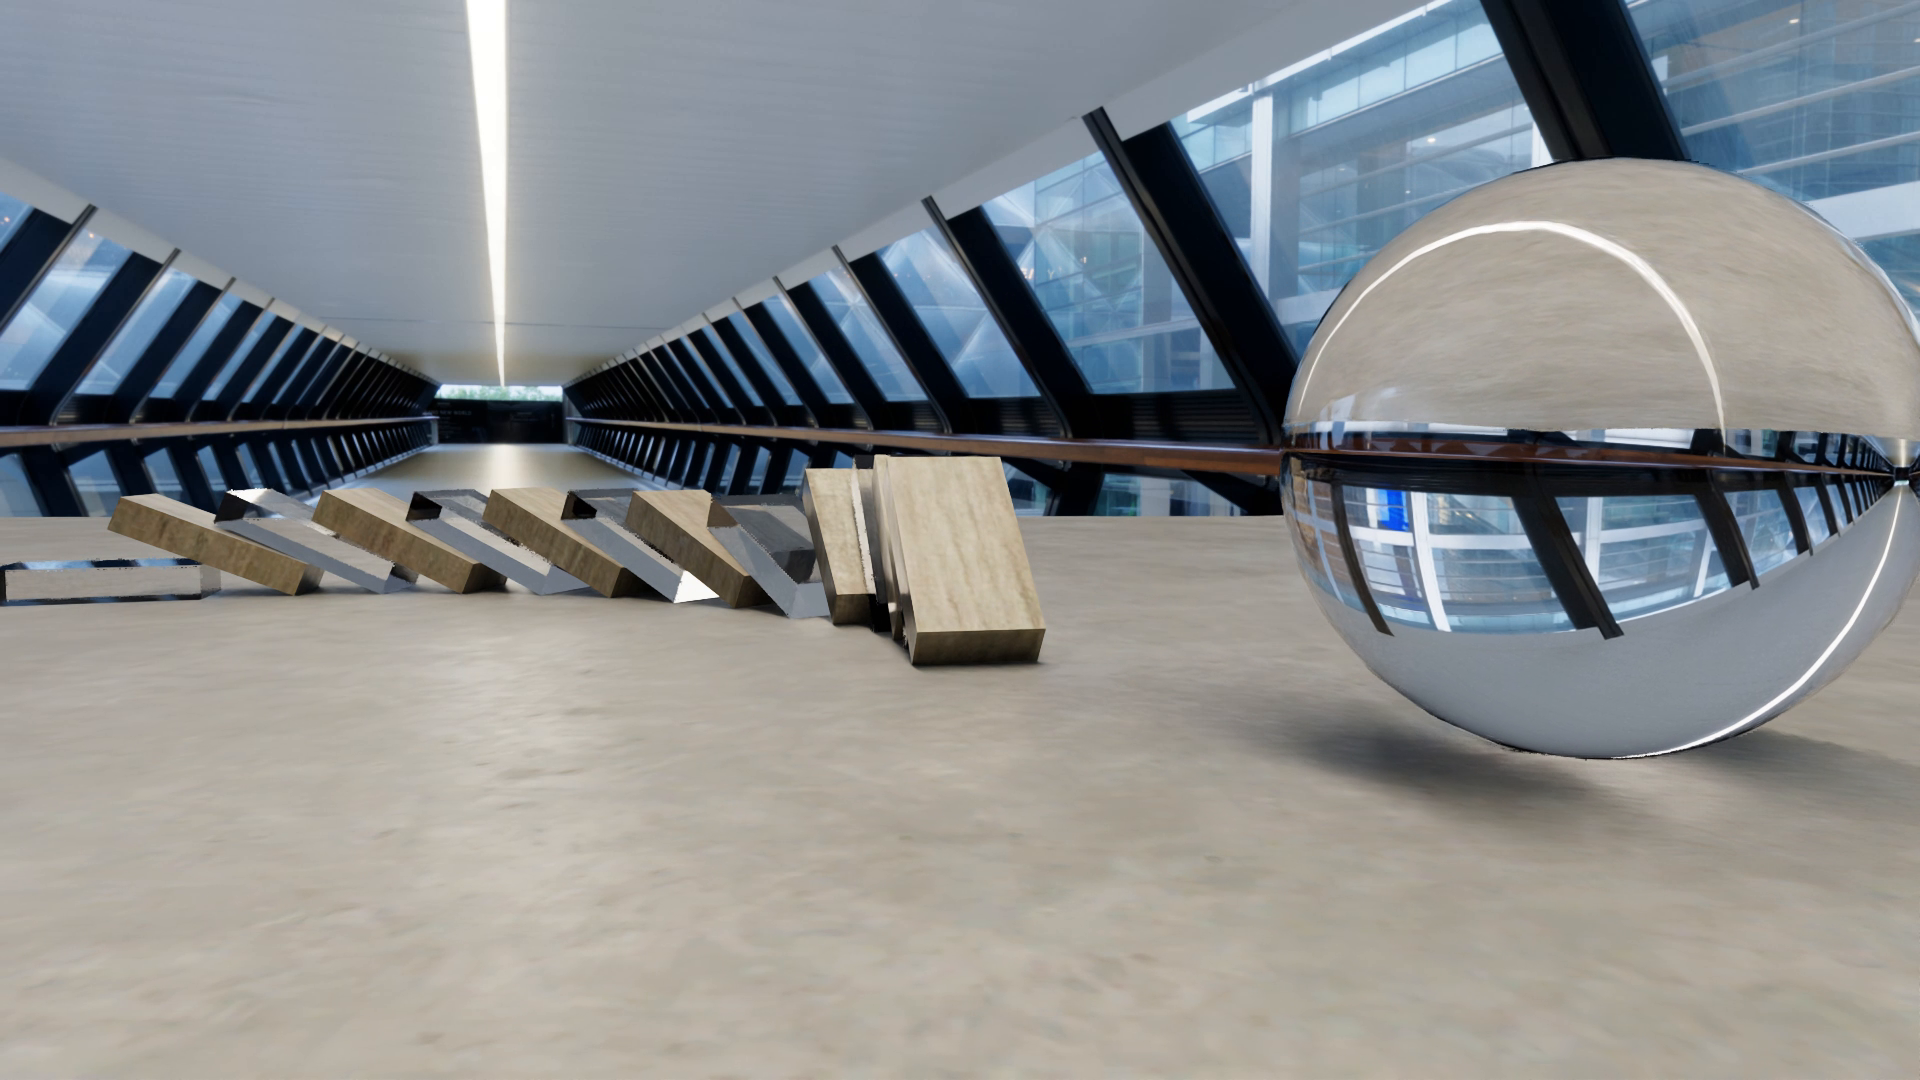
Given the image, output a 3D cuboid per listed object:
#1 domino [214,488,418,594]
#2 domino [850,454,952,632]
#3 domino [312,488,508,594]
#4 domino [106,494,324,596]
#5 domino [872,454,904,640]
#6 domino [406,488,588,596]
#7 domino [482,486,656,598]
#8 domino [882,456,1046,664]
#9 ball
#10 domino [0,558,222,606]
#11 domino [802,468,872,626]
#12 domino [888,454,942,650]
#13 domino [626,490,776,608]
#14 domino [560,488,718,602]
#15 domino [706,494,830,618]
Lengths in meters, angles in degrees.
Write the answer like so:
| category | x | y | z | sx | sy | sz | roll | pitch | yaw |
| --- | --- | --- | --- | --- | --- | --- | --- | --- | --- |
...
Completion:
| category | x | y | z | sx | sy | sz | roll | pitch | yaw |
| --- | --- | --- | --- | --- | --- | --- | --- | --- | --- |
| domino | -0.185 | 0.000 | 0.374 | 0.050 | 0.009 | 0.025 | 24 | 3 | -4 |
| domino | -0.011 | 0.000 | 0.306 | 0.025 | 0.009 | 0.050 | -1 | 45 | -13 |
| domino | -0.160 | 0.000 | 0.378 | 0.050 | 0.009 | 0.025 | 25 | 7 | 6 |
| domino | -0.210 | 0.001 | 0.366 | 0.050 | 0.009 | 0.025 | 22 | -1 | -13 |
| domino | -0.005 | 0.001 | 0.293 | 0.025 | 0.010 | 0.050 | 0 | 45 | -11 |
| domino | -0.134 | 0.000 | 0.378 | 0.050 | 0.009 | 0.025 | 26 | 11 | 15 |
| domino | -0.110 | 0.000 | 0.372 | 0.050 | 0.009 | 0.025 | 28 | 14 | 19 |
| domino | 0.000 | 0.003 | 0.264 | 0.025 | 0.009 | 0.050 | -1 | 45 | -12 |
| ball | 0.085 | -0.011 | 0.175 | 0.080 | 0.080 | 0.080 | 0 | 4 | 0 |
| domino | -0.235 | 0.011 | 0.354 | 0.050 | 0.010 | 0.025 | -1 | 5 | -19 |
| domino | -0.023 | 0.000 | 0.321 | 0.025 | 0.010 | 0.050 | -1 | 39 | -17 |
| domino | -0.001 | 0.002 | 0.279 | 0.025 | 0.009 | 0.050 | 1 | 45 | -10 |
| domino | -0.066 | 0.001 | 0.352 | 0.050 | 0.009 | 0.025 | 33 | 22 | 33 |
| domino | -0.087 | 0.001 | 0.364 | 0.050 | 0.009 | 0.025 | 31 | 19 | 28 |
| domino | -0.044 | 0.003 | 0.336 | 0.025 | 0.010 | 0.050 | -3 | 29 | -37 |
